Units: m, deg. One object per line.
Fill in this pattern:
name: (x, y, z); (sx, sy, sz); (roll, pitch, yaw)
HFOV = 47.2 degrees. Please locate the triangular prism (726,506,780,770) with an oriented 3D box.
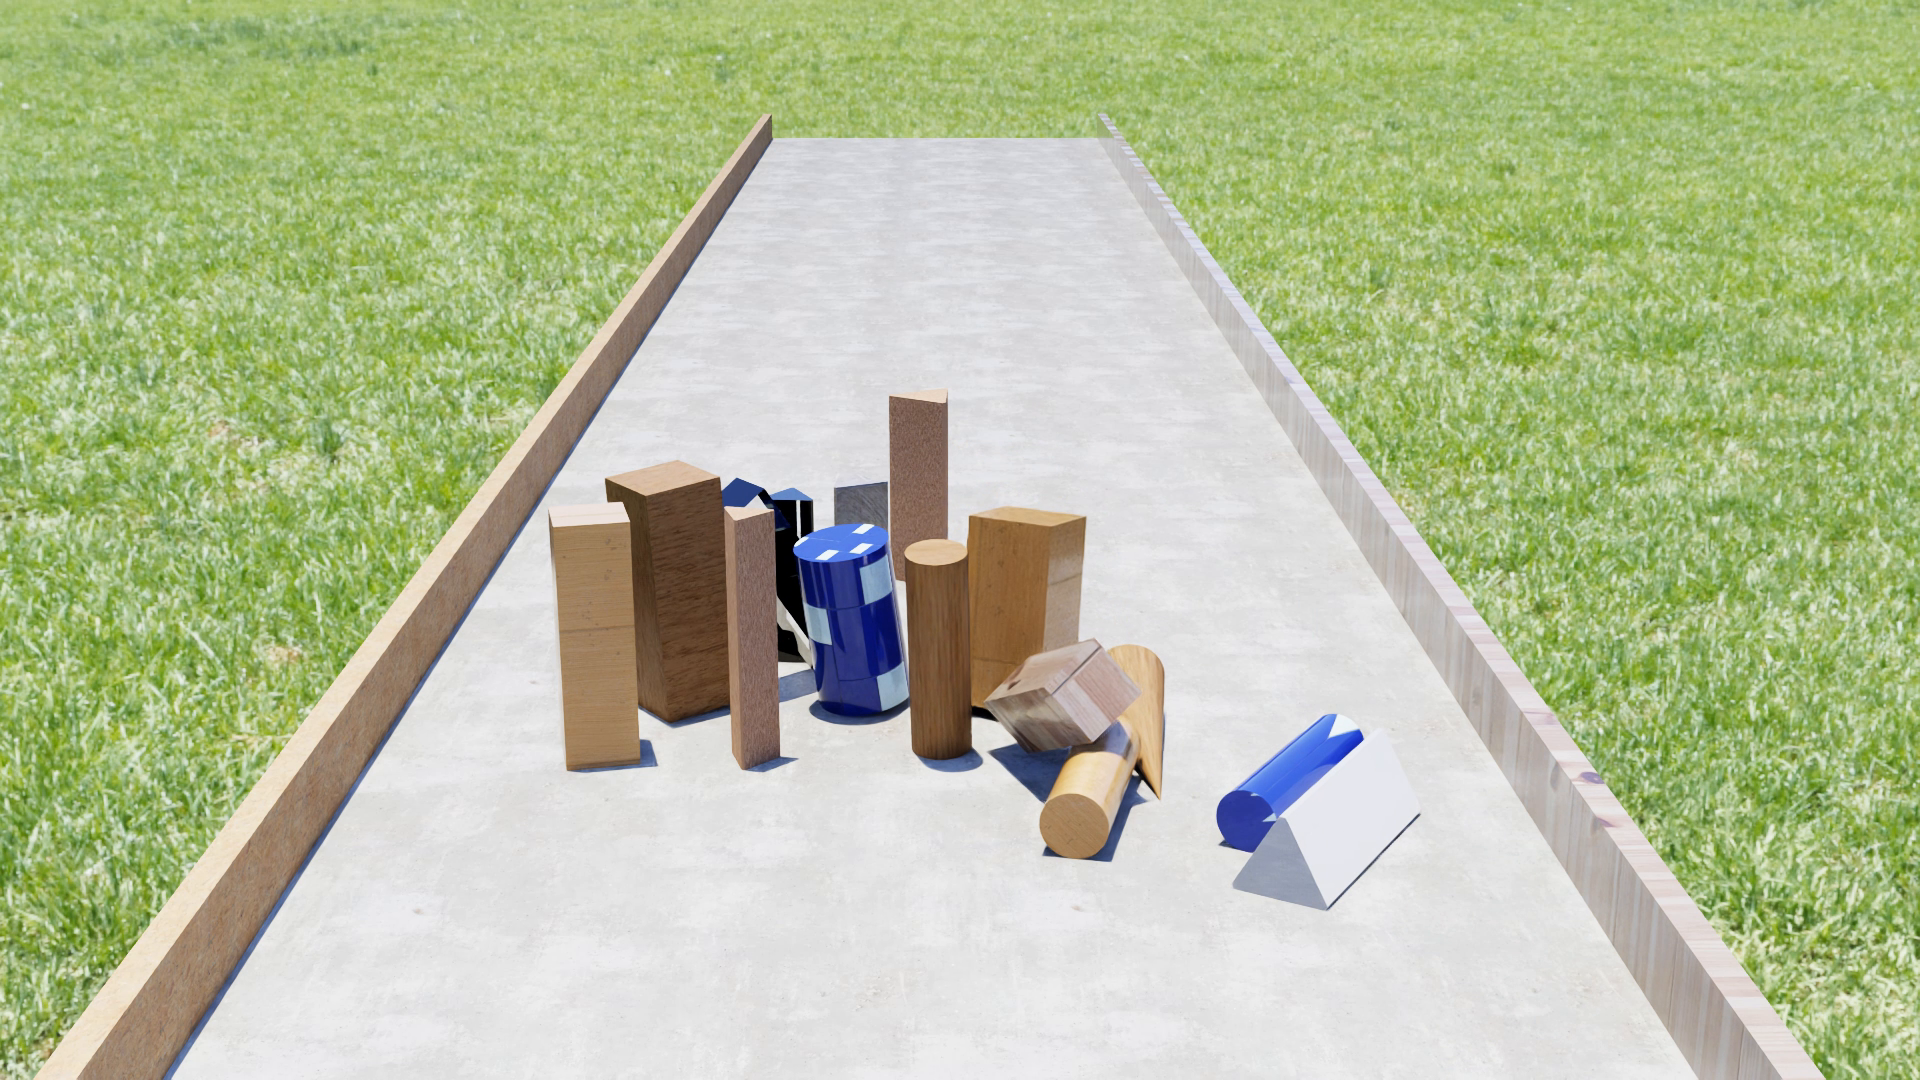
triangular prism: (-0.379, 0.169, 3.856); (0.077, 0.457, 0.089); (15, 22, 41)

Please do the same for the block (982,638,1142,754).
block: (0.173, 0.273, 3.803); (0.124, 0.124, 0.321); (-43, 6, -19)

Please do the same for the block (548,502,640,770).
block: (-0.644, 0.169, 3.874); (0.130, 0.447, 0.130); (-4, 17, -13)

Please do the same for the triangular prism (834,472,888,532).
triangular prism: (-0.226, 0.017, 4.633); (0.120, 0.305, 0.104); (-8, 18, -24)

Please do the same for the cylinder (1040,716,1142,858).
cylinder: (0.221, 0.404, 3.668); (0.113, 0.113, 0.364); (4, 17, 12)

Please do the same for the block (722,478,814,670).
block: (-0.330, 0.080, 4.226); (0.102, 0.435, 0.102); (-45, 36, -18)

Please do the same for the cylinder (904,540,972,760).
cylinder: (-0.037, 0.195, 3.883); (0.110, 0.381, 0.110); (-1, 24, 1)

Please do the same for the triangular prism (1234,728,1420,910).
triangular prism: (0.597, 0.432, 3.527); (0.156, 0.135, 0.426); (10, 19, 29)

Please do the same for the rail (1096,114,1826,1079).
rail: (0.932, -0.844, 7.801); (0.050, 0.150, 12.000); (0, 17, -1)

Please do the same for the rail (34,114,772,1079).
rail: (-1.118, -0.838, 7.780); (0.050, 0.150, 12.000); (0, 17, -1)

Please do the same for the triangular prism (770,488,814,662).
triangular prism: (-0.338, 0.069, 4.404); (0.106, 0.337, 0.091); (1, 17, 4)

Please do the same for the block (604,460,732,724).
block: (-0.535, 0.095, 4.112); (0.156, 0.444, 0.156); (-16, 23, -34)

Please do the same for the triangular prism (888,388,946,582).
triangular prism: (-0.063, -0.120, 4.891); (0.143, 0.421, 0.124); (10, 19, 30)

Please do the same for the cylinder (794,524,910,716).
cylinder: (-0.200, 0.149, 4.130); (0.179, 0.315, 0.179); (-7, 22, 3)

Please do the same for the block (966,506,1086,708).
block: (0.117, 0.130, 4.129); (0.167, 0.357, 0.167); (8, 10, 25)

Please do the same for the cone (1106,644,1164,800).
cone: (0.326, 0.351, 3.921); (0.144, 0.144, 0.424); (-1, 26, -4)

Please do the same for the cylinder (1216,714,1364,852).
cylinder: (0.559, 0.403, 3.687); (0.106, 0.106, 0.393); (10, 19, 29)
